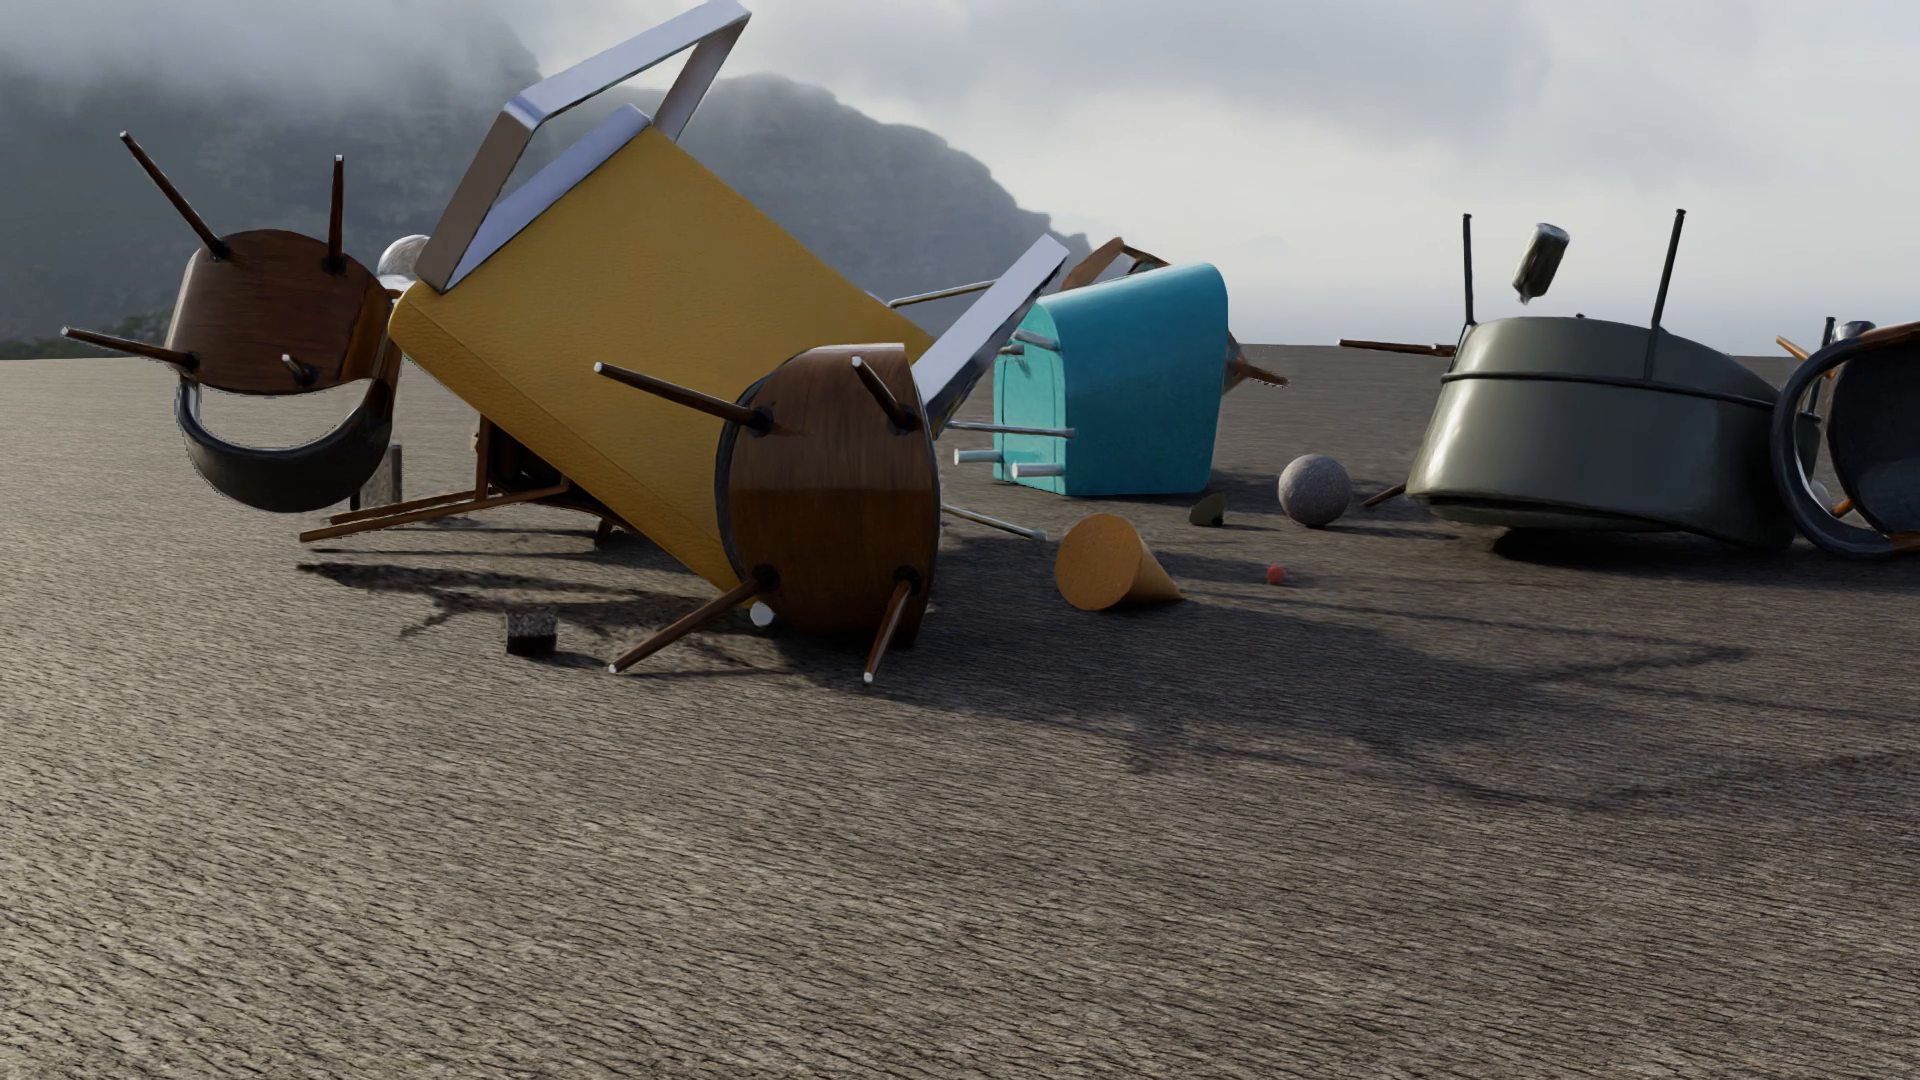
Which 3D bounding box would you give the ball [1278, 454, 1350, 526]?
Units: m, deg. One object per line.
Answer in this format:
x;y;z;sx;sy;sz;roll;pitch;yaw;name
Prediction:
0.934;-0.132;6.759;0.191;0.191;0.191;0;6;0;ball

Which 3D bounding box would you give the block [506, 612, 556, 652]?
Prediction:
-0.748;0.161;4.475;0.083;0.041;0.091;-1;-19;-12;block

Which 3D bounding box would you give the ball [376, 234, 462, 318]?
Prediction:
-1.452;-0.706;6.885;0.224;0.224;0.224;0;6;0;ball

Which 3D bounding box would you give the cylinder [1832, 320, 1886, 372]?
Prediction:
2.157;-0.465;6.158;0.113;0.111;0.063;7;46;-3;cylinder

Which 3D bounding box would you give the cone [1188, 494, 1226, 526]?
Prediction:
0.673;-0.060;6.784;0.119;0.067;0.107;-30;-31;-9;cone

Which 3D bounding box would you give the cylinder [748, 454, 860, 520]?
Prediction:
-0.430;-0.148;7.082;0.318;0.157;0.298;5;7;38;cylinder

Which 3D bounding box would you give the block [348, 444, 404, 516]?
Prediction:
-1.621;-0.168;7.119;0.109;0.189;0.136;0;6;5;block

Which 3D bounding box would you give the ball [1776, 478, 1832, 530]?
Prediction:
2.184;-0.092;6.642;0.137;0.137;0.137;0;6;0;ball

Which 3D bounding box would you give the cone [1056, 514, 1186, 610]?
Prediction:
0.367;0.082;5.162;0.256;0.199;0.256;22;-3;-37;cone
